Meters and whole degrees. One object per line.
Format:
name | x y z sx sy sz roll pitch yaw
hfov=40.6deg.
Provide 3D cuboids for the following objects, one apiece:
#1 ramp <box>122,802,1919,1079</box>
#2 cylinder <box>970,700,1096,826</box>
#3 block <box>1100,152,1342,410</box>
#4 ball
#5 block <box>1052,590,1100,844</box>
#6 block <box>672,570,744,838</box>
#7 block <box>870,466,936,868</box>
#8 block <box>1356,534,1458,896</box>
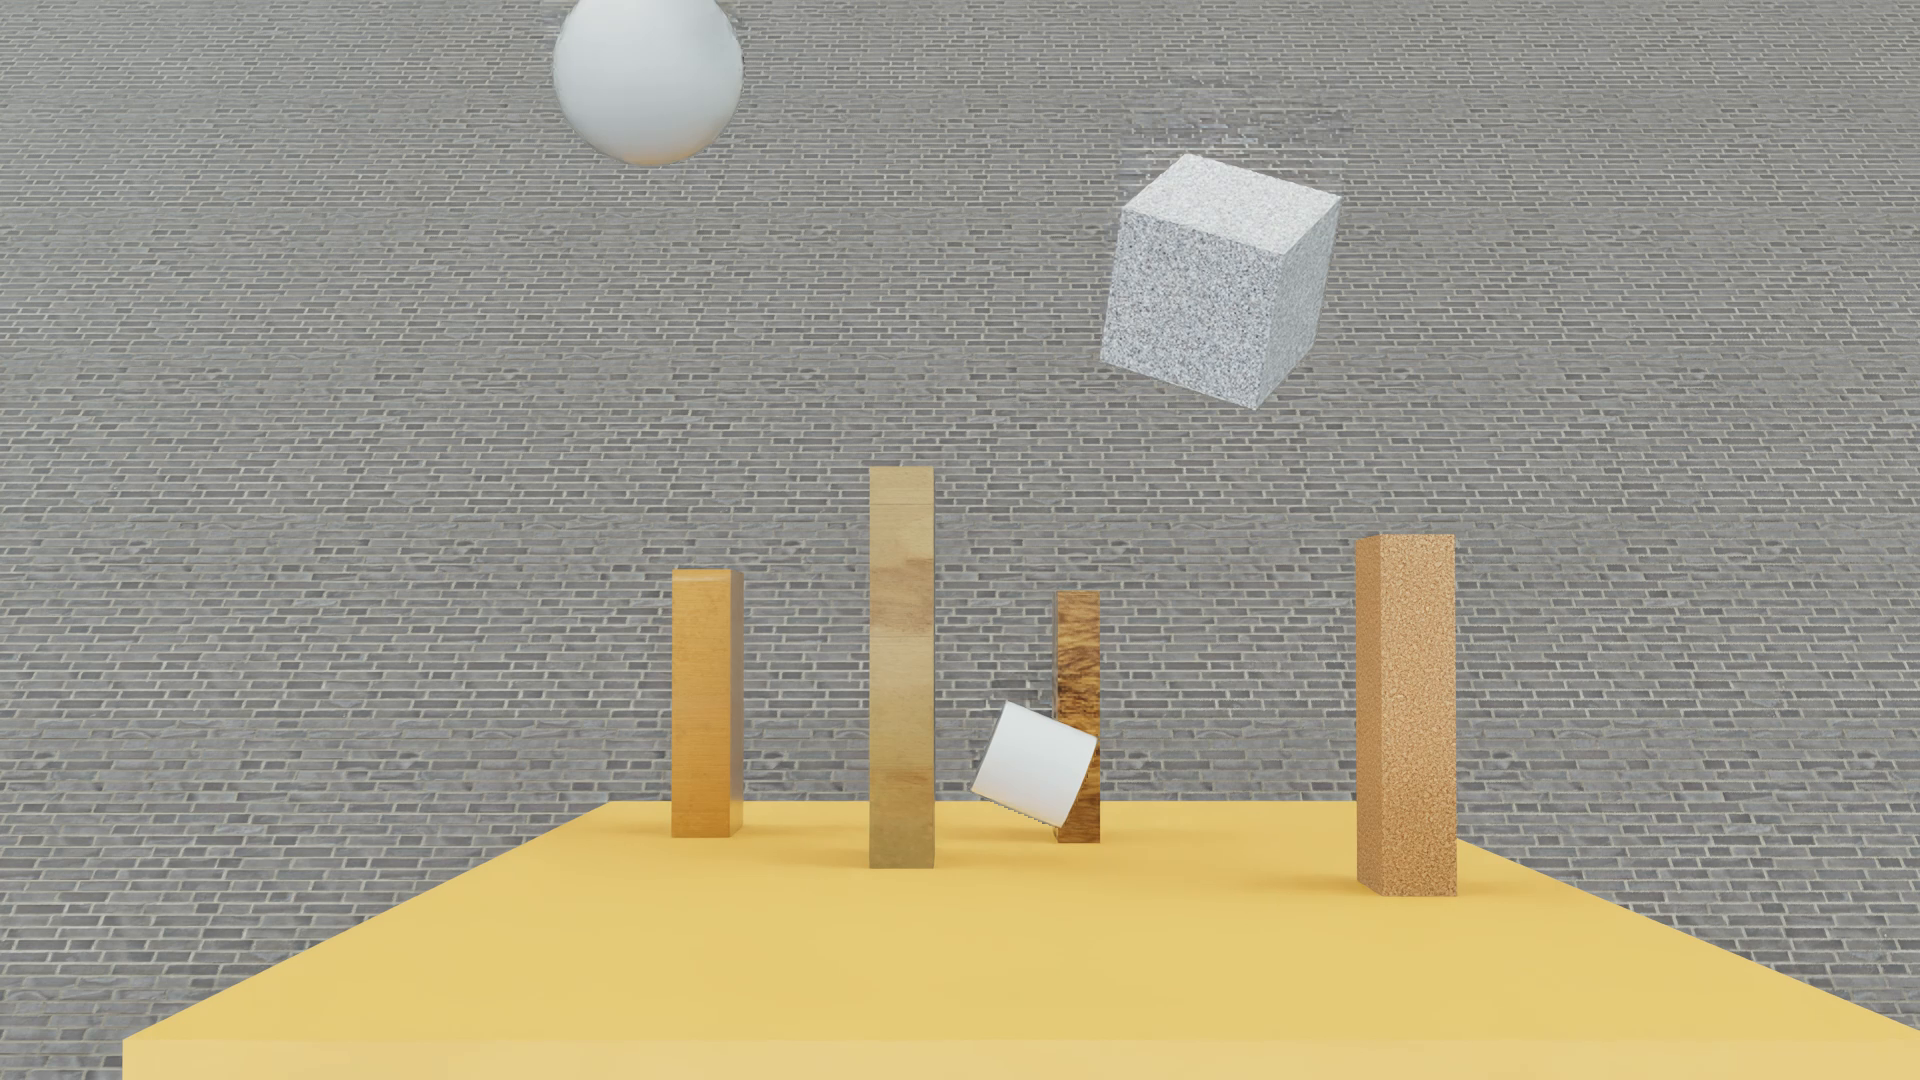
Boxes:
ramp | 0.078 0.670 4.858 2.000 0.100 4.000 0 -2 0
cylinder | 0.092 0.281 3.259 0.122 0.122 0.122 22 38 1
block | 0.225 -0.226 2.247 0.145 0.145 0.145 19 34 19
ball | -0.312 -0.471 2.602 0.190 0.190 0.190 0 36 0
block | 0.252 0.381 5.676 0.089 0.535 0.331 0 -2 0
block | -0.564 0.362 5.830 0.127 0.584 0.345 0 -2 0
block | -0.111 0.247 5.115 0.121 0.762 0.377 0 -2 0
block | 0.778 0.302 4.549 0.126 0.614 0.282 0 -2 0
